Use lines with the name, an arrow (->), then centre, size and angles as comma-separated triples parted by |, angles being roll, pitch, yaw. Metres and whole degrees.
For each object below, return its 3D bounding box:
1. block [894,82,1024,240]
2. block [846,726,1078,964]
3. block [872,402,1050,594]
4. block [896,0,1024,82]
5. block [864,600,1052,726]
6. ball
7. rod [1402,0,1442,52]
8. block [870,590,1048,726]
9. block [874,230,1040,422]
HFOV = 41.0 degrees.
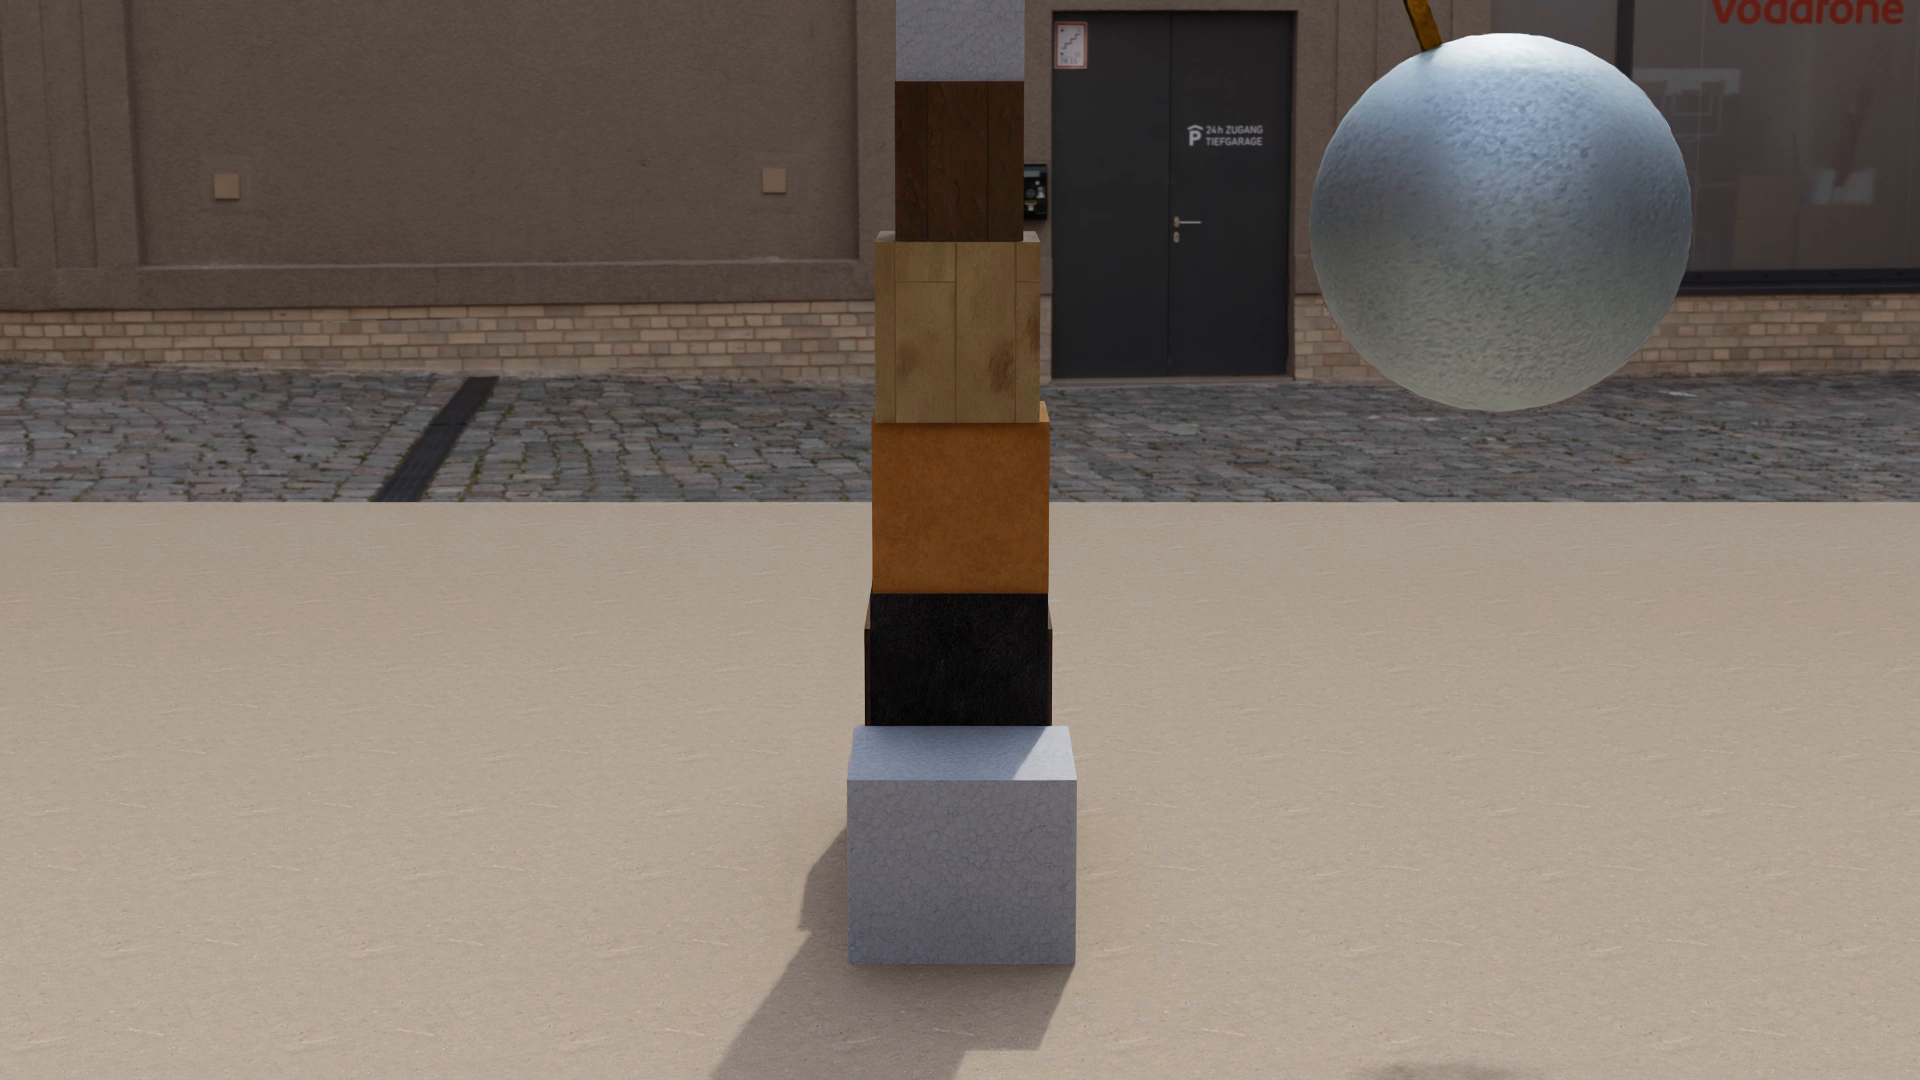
block -> -0.002, -1.616, 10.886 | 0.532, 0.653, 0.568 | 0, 10, 0
block -> 0.008, 1.244, 10.601 | 0.908, 0.759, 0.853 | 0, 10, 0
block -> 0.003, -0.196, 11.145 | 0.746, 0.734, 0.686 | 0, 10, 0
block -> 0.001, -2.209, 10.779 | 0.529, 0.552, 0.521 | 0, 10, 0
block -> -0.008, 0.831, 12.157 | 0.857, 1.016, 0.813 | 0, 10, 0
ball -> 2.295, -1.347, 10.935 | 1.600, 1.600, 1.600 | 0, 10, 0
rod -> 0.994, -4.438, 10.373 | 0.080, 5.200, 0.080 | -22, 10, 4
block -> -0.004, 0.471, 11.266 | 0.753, 0.622, 0.729 | 0, 10, 0
block -> -0.010, -0.926, 11.012 | 0.685, 0.750, 0.763 | 0, 10, 0
